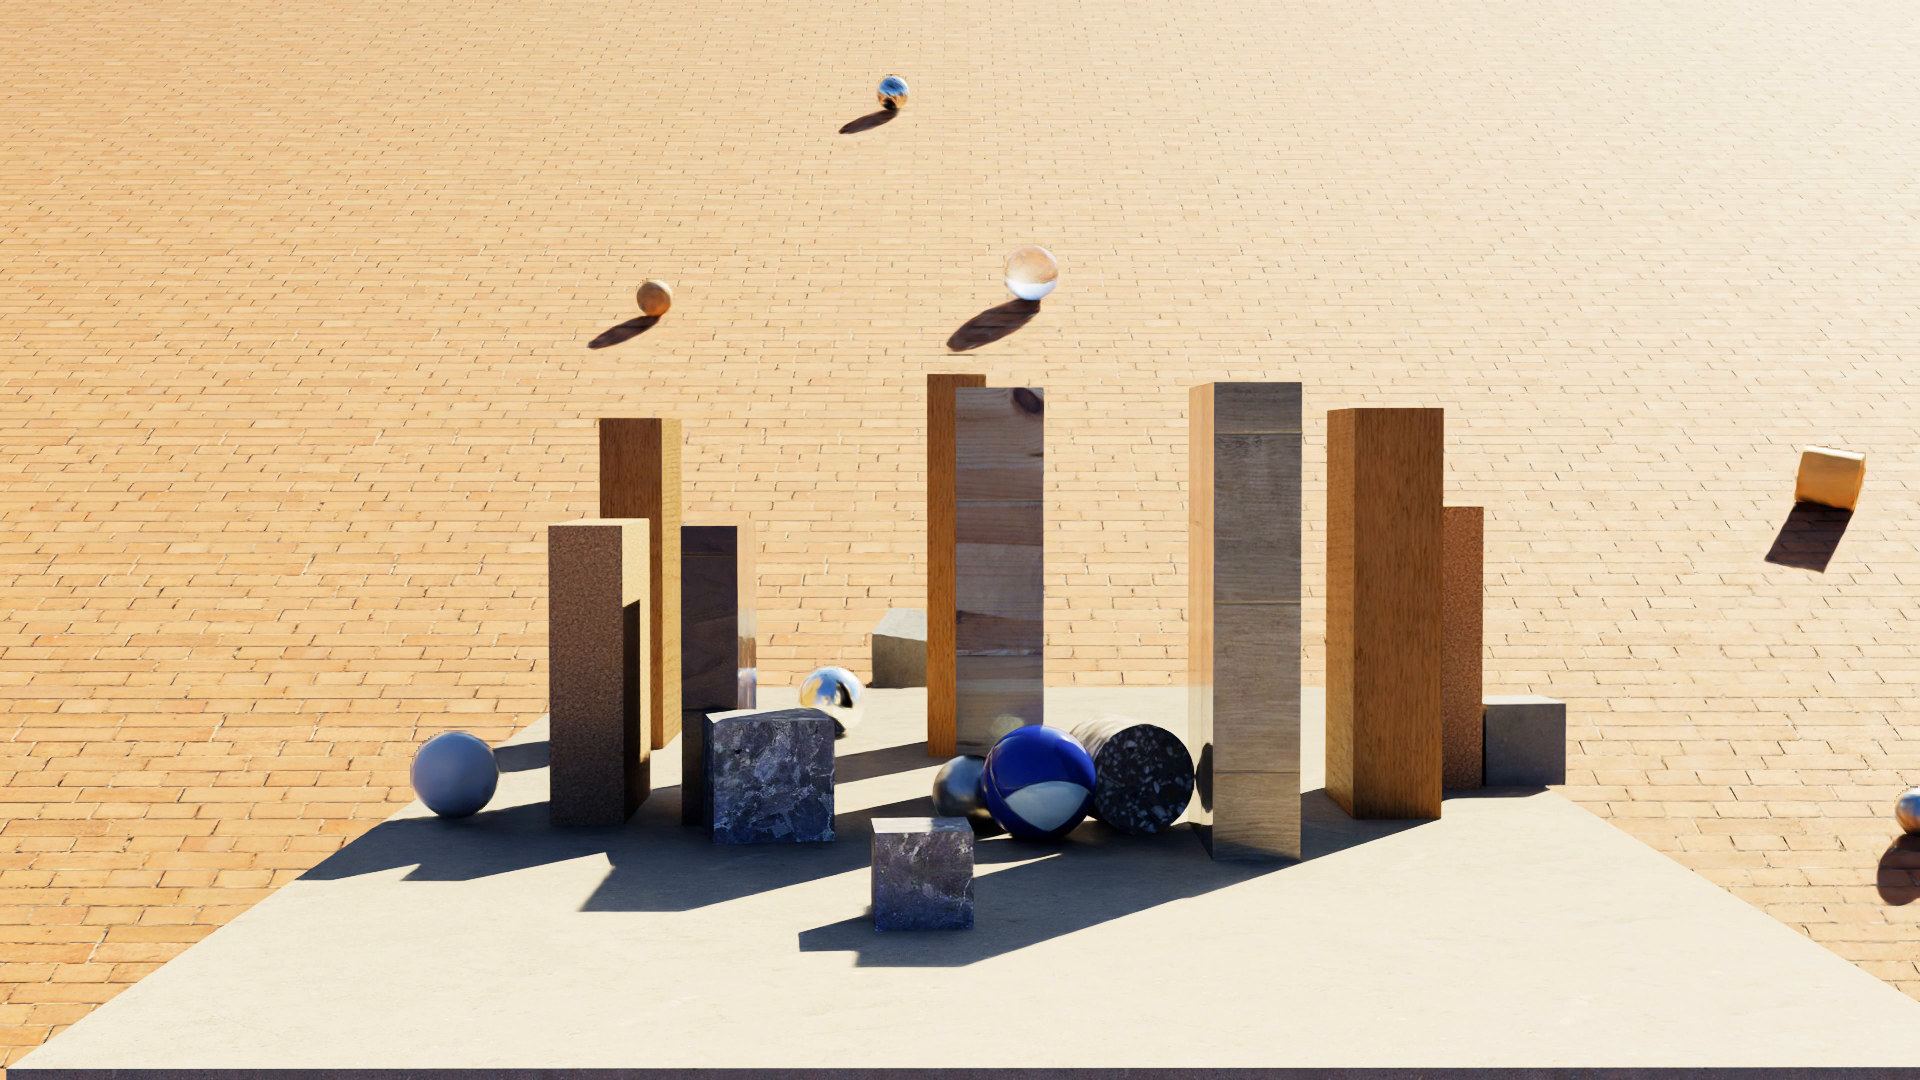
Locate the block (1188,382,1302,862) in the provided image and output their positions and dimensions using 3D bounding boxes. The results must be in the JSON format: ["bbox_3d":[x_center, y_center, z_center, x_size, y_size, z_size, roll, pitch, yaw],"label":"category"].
[{"bbox_3d":[0.438,0.114,3.999,0.130,0.708,0.408,0,2,0],"label":"block"}]

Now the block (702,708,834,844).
[{"bbox_3d":[-0.305,0.371,4.078,0.188,0.188,0.188,0,2,-11],"label":"block"}]

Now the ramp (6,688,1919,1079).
[{"bbox_3d":[0.055,0.498,4.545,2.000,0.100,4.000,0,2,0],"label":"ramp"}]

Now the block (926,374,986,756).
[{"bbox_3d":[-0.007,0.045,5.215,0.117,0.755,0.276,0,2,0],"label":"block"}]

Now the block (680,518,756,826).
[{"bbox_3d":[-0.404,0.212,4.348,0.092,0.486,0.381,0,2,0],"label":"block"}]

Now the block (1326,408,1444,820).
[{"bbox_3d":[0.718,0.115,4.379,0.146,0.676,0.317,0,2,0],"label":"block"}]

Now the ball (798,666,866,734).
[{"bbox_3d":[-0.272,0.341,5.469,0.146,0.146,0.146,0,24,0],"label":"ball"}]

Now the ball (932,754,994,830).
[{"bbox_3d":[0.017,0.403,4.107,0.122,0.122,0.122,0,24,0],"label":"ball"}]

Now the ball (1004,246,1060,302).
[{"bbox_3d":[0.268,-0.994,9.594,0.206,0.206,0.206,0,24,0],"label":"ball"}]

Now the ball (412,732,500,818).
[{"bbox_3d":[-0.833,0.388,4.254,0.143,0.143,0.143,0,24,0],"label":"ball"}]

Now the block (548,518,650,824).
[{"bbox_3d":[-0.605,0.212,4.347,0.120,0.486,0.363,0,2,0],"label":"block"}]

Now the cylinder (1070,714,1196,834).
[{"bbox_3d":[0.265,0.375,4.146,0.175,0.175,0.175,-7,4,-15],"label":"cylinder"}]

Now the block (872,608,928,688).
[{"bbox_3d":[-0.125,0.295,6.745,0.166,0.166,0.166,7,25,16],"label":"block"}]

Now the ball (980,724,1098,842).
[{"bbox_3d":[0.122,0.377,4.001,0.181,0.181,0.181,0,24,0],"label":"ball"}]

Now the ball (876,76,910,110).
[{"bbox_3d":[-0.314,-2.108,12.158,0.161,0.161,0.161,0,24,0],"label":"ball"}]

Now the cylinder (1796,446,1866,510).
[{"bbox_3d":[2.644,-0.189,7.825,0.171,0.171,0.171,12,26,24],"label":"cylinder"}]

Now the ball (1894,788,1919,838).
[{"bbox_3d":[2.251,0.639,6.032,0.117,0.117,0.117,0,24,0],"label":"ball"}]

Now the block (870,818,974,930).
[{"bbox_3d":[-0.050,0.430,3.327,0.125,0.125,0.125,0,2,-4],"label":"block"}]

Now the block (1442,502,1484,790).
[{"bbox_3d":[0.872,0.188,4.725,0.116,0.506,0.288,0,2,0],"label":"block"}]

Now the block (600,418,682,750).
[{"bbox_3d":[-0.664,0.082,5.387,0.126,0.670,0.369,0,2,0],"label":"block"}]

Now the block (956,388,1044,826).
[{"bbox_3d":[0.064,0.100,4.372,0.142,0.708,0.429,0,2,0],"label":"block"}]

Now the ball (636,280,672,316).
[{"bbox_3d":[-1.120,-0.887,9.443,0.134,0.134,0.134,0,24,0],"label":"ball"}]

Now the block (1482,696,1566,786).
[{"bbox_3d":[1.012,0.366,4.718,0.149,0.149,0.149,0,2,-6],"label":"block"}]
